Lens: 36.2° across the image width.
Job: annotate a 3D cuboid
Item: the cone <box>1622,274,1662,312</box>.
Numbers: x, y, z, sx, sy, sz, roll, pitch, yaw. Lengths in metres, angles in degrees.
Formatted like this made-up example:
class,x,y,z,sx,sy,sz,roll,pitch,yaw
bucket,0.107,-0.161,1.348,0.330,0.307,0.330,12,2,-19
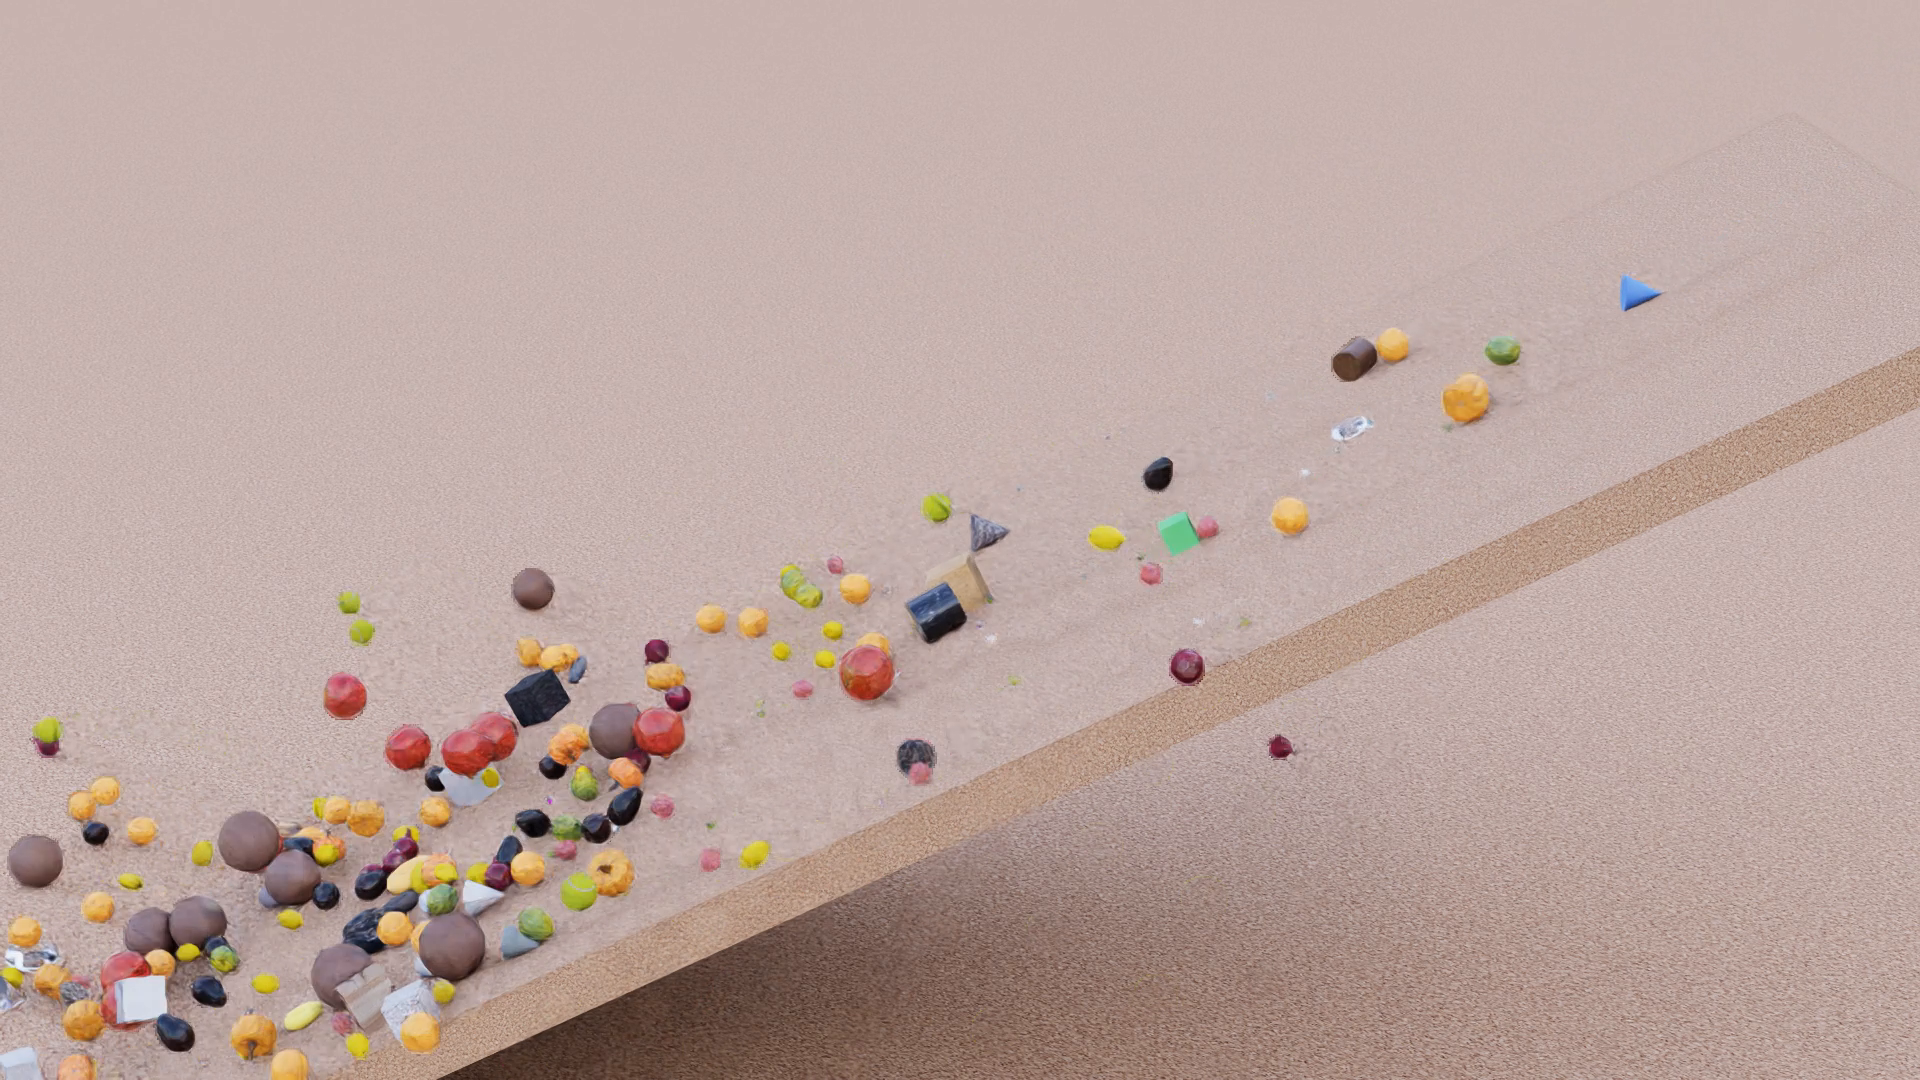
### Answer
class,x,y,z,sx,sy,sz,roll,pitch,yaw
cone,1.401,-0.506,6.032,0.077,0.077,0.077,1,17,5

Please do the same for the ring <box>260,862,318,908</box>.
class,x,y,z,sx,sy,sz,roll,pitch,yaw
ring,-1.580,0.811,6.919,0.150,0.050,0.150,-28,13,7

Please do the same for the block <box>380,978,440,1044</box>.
class,x,y,z,sx,sy,sz,roll,pitch,yaw
block,-1.032,0.886,5.528,0.076,0.076,0.076,-27,14,3

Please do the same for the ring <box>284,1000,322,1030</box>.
class,x,y,z,sx,sy,sz,roll,pitch,yaw
ring,-1.324,0.959,5.930,0.084,0.028,0.084,-25,13,6

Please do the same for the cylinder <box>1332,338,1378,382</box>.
class,x,y,z,sx,sy,sz,roll,pitch,yaw
cylinder,0.882,-0.402,6.568,0.073,0.073,0.073,12,37,35

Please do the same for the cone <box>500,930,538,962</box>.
class,x,y,z,sx,sy,sz,roll,pitch,yaw
cone,-0.836,0.776,5.652,0.067,0.067,0.067,-14,8,30

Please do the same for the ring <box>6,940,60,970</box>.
class,x,y,z,sx,sy,sz,roll,pitch,yaw
ring,-2.162,0.967,6.856,0.123,0.041,0.123,1,16,0

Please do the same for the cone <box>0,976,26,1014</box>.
class,x,y,z,sx,sy,sz,roll,pitch,yaw
cone,-2.141,1.032,6.631,0.096,0.096,0.096,12,-6,34

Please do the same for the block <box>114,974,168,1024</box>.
class,x,y,z,sx,sy,sz,roll,pitch,yaw
block,-1.695,0.951,6.085,0.086,0.086,0.086,-2,-11,-26

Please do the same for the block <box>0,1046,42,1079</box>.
class,x,y,z,sx,sy,sz,roll,pitch,yaw
block,-1.996,1.128,6.257,0.066,0.066,0.066,-17,22,-24

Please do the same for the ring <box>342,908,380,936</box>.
class,x,y,z,sx,sy,sz,roll,pitch,yaw
ring,-1.284,0.828,6.322,0.098,0.033,0.098,-29,16,9

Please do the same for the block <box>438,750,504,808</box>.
class,x,y,z,sx,sy,sz,roll,pitch,yaw
block,-1.149,0.562,6.910,0.092,0.092,0.092,-11,21,50

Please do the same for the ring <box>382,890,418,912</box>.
class,x,y,z,sx,sy,sz,roll,pitch,yaw
ring,-1.206,0.785,6.335,0.087,0.029,0.087,-26,12,6

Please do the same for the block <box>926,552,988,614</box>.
class,x,y,z,sx,sy,sz,roll,pitch,yaw
block,-0.005,0.100,6.382,0.099,0.099,0.099,-25,14,10

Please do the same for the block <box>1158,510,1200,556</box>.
class,x,y,z,sx,sy,sz,roll,pitch,yaw
block,0.447,-0.014,6.010,0.061,0.061,0.061,-26,14,8

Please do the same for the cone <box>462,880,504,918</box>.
class,x,y,z,sx,sy,sz,roll,pitch,yaw
cone,-0.963,0.728,6.011,0.078,0.078,0.078,-10,14,15

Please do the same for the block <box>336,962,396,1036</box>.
class,x,y,z,sx,sy,sz,roll,pitch,yaw
block,-1.140,0.888,5.695,0.091,0.091,0.091,-32,14,-17

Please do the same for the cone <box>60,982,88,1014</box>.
class,x,y,z,sx,sy,sz,roll,pitch,yaw
cone,-1.997,1.036,6.592,0.065,0.065,0.065,23,22,-10

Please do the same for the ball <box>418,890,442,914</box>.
class,x,y,z,sx,sy,sz,roll,pitch,yaw
ball,-1.116,0.762,6.201,0.051,0.051,0.051,0,17,0

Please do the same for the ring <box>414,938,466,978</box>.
class,x,y,z,sx,sy,sz,roll,pitch,yaw
ring,-1.030,0.827,5.827,0.111,0.037,0.111,-26,13,6

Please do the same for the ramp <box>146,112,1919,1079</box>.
class,x,y,z,sx,sy,sz,roll,pitch,yaw
ramp,0.139,0.168,6.281,4.000,0.100,2.000,-25,14,10

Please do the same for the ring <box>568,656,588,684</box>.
class,x,y,z,sx,sy,sz,roll,pitch,yaw
ring,-0.965,0.329,7.425,0.025,0.075,0.075,27,10,-16

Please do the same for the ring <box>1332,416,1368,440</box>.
class,x,y,z,sx,sy,sz,roll,pitch,yaw
ring,0.819,-0.235,6.179,0.080,0.027,0.080,-25,15,7

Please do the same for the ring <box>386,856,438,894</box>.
class,x,y,z,sx,sy,sz,roll,pitch,yaw
ring,-1.209,0.739,6.488,0.124,0.041,0.124,-26,15,7

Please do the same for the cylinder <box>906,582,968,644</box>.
class,x,y,z,sx,sy,sz,roll,pitch,yaw
cylinder,-0.051,0.155,6.274,0.097,0.097,0.097,-30,23,-8

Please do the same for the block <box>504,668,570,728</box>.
class,x,y,z,sx,sy,sz,roll,pitch,yaw
block,-1.053,0.394,7.332,0.097,0.097,0.097,-17,17,39

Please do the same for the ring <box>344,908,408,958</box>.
class,x,y,z,sx,sy,sz,roll,pitch,yaw
ring,-1.231,0.826,6.192,0.149,0.050,0.149,-26,15,7

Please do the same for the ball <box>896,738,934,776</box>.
class,x,y,z,sx,sy,sz,roll,pitch,yaw
ball,-0.083,0.405,5.476,0.070,0.070,0.070,0,17,0
